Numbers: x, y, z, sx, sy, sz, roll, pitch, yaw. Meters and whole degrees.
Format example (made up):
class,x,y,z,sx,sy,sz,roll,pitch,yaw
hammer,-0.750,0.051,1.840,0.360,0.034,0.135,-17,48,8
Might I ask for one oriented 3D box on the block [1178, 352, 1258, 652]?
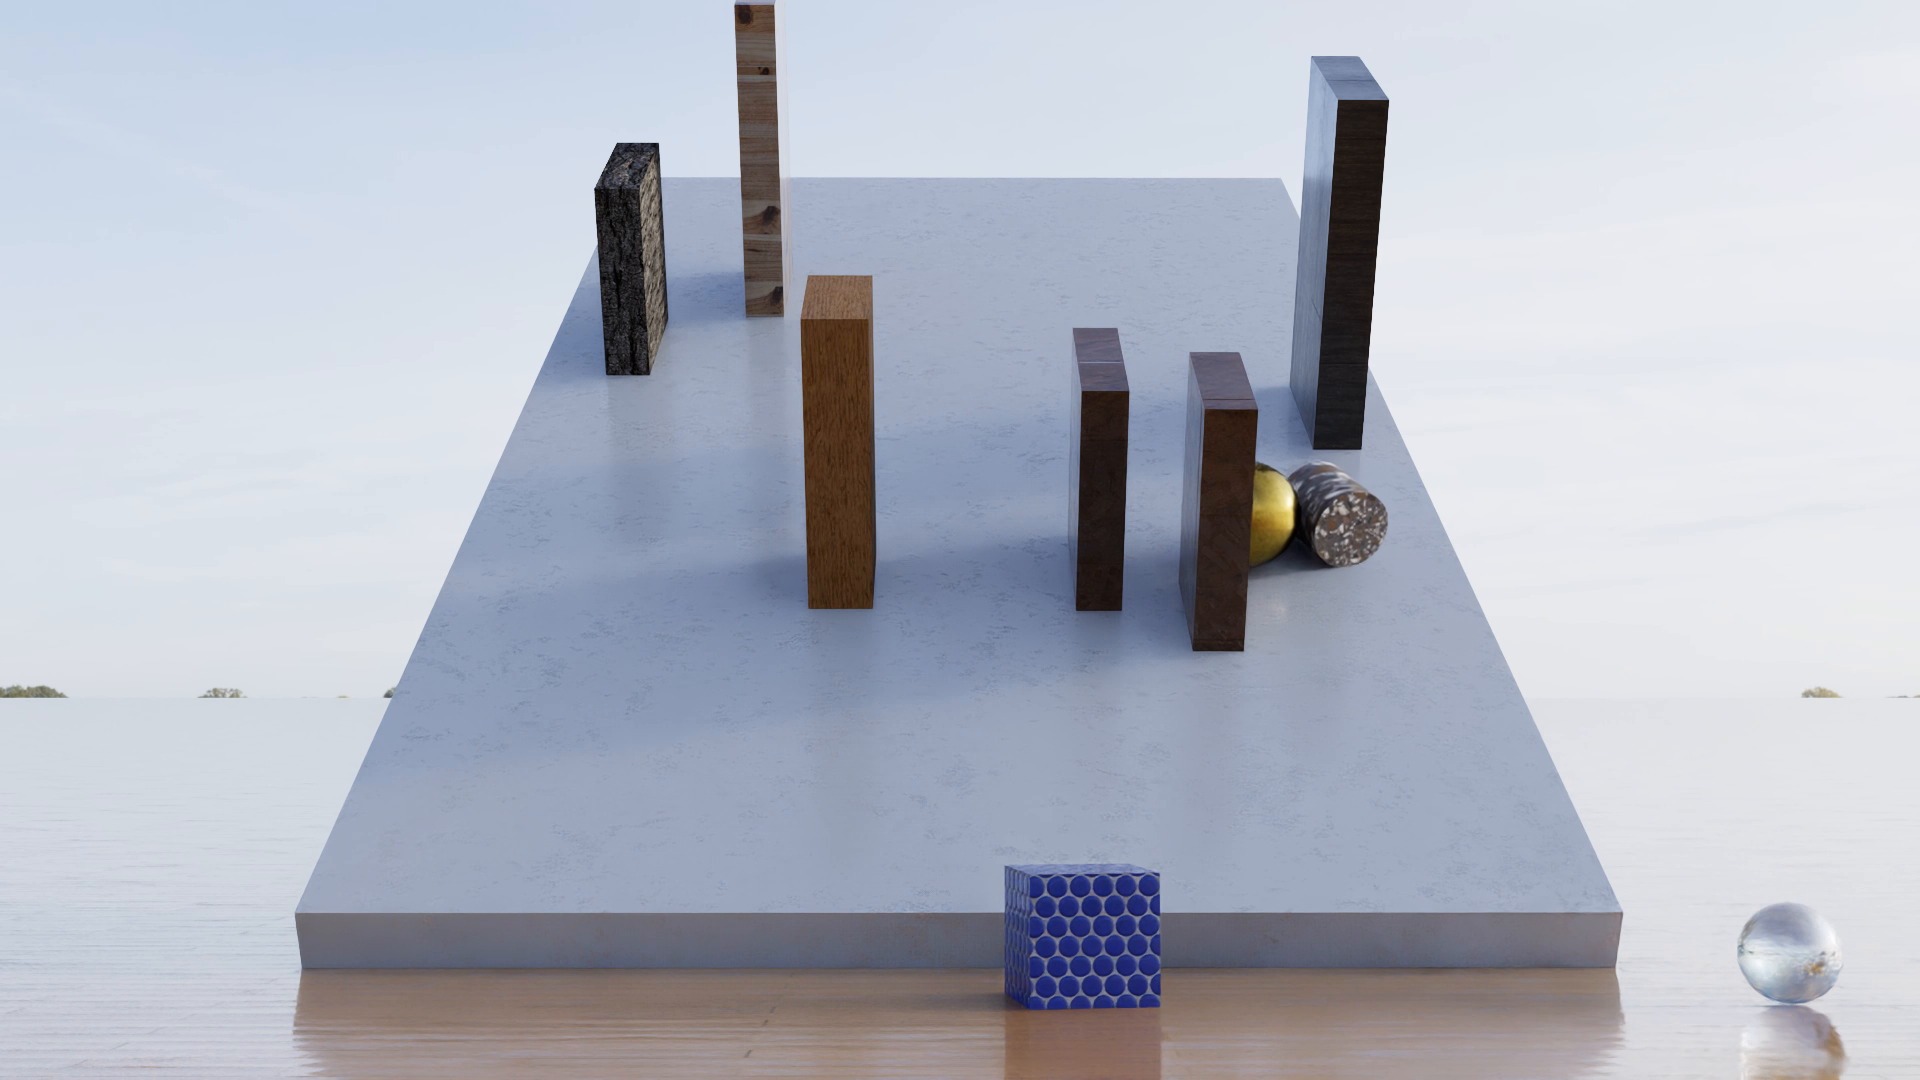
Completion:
class,x,y,z,sx,sy,sz,roll,pitch,yaw
block,0.475,-0.073,4.325,0.094,0.477,0.293,0,25,0

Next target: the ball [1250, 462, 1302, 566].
class,x,y,z,sx,sy,sz,roll,pitch,yaw
ball,0.567,-0.051,4.599,0.208,0.208,0.208,0,-4,0

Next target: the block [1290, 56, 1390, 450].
class,x,y,z,sx,sy,sz,roll,pitch,yaw
block,0.836,-0.639,5.190,0.107,0.785,0.396,0,25,0

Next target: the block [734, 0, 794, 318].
class,x,y,z,sx,sy,sz,roll,pitch,yaw
block,-0.498,-1.011,5.980,0.097,0.795,0.383,0,25,0

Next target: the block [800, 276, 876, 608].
class,x,y,z,sx,sy,sz,roll,pitch,yaw
block,-0.227,-0.185,4.440,0.122,0.582,0.251,0,25,0

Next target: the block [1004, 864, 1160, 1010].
class,x,y,z,sx,sy,sz,roll,pitch,yaw
block,0.165,0.539,3.194,0.178,0.178,0.178,1,-4,-10

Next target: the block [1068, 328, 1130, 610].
class,x,y,z,sx,sy,sz,roll,pitch,yaw
block,0.264,-0.140,4.506,0.088,0.447,0.344,0,25,0

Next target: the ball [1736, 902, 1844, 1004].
class,x,y,z,sx,sy,sz,roll,pitch,yaw
ball,1.119,0.556,3.150,0.137,0.137,0.137,0,-4,0

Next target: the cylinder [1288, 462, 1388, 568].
class,x,y,z,sx,sy,sz,roll,pitch,yaw
cylinder,0.742,-0.052,4.658,0.162,0.162,0.162,1,23,-22

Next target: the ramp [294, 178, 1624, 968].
class,x,y,z,sx,sy,sz,roll,pitch,yaw
ramp,-0.009,-0.229,5.353,2.000,0.100,4.000,0,25,0

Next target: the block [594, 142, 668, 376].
class,x,y,z,sx,sy,sz,roll,pitch,yaw
block,-0.795,-0.688,5.677,0.104,0.459,0.409,0,25,0
